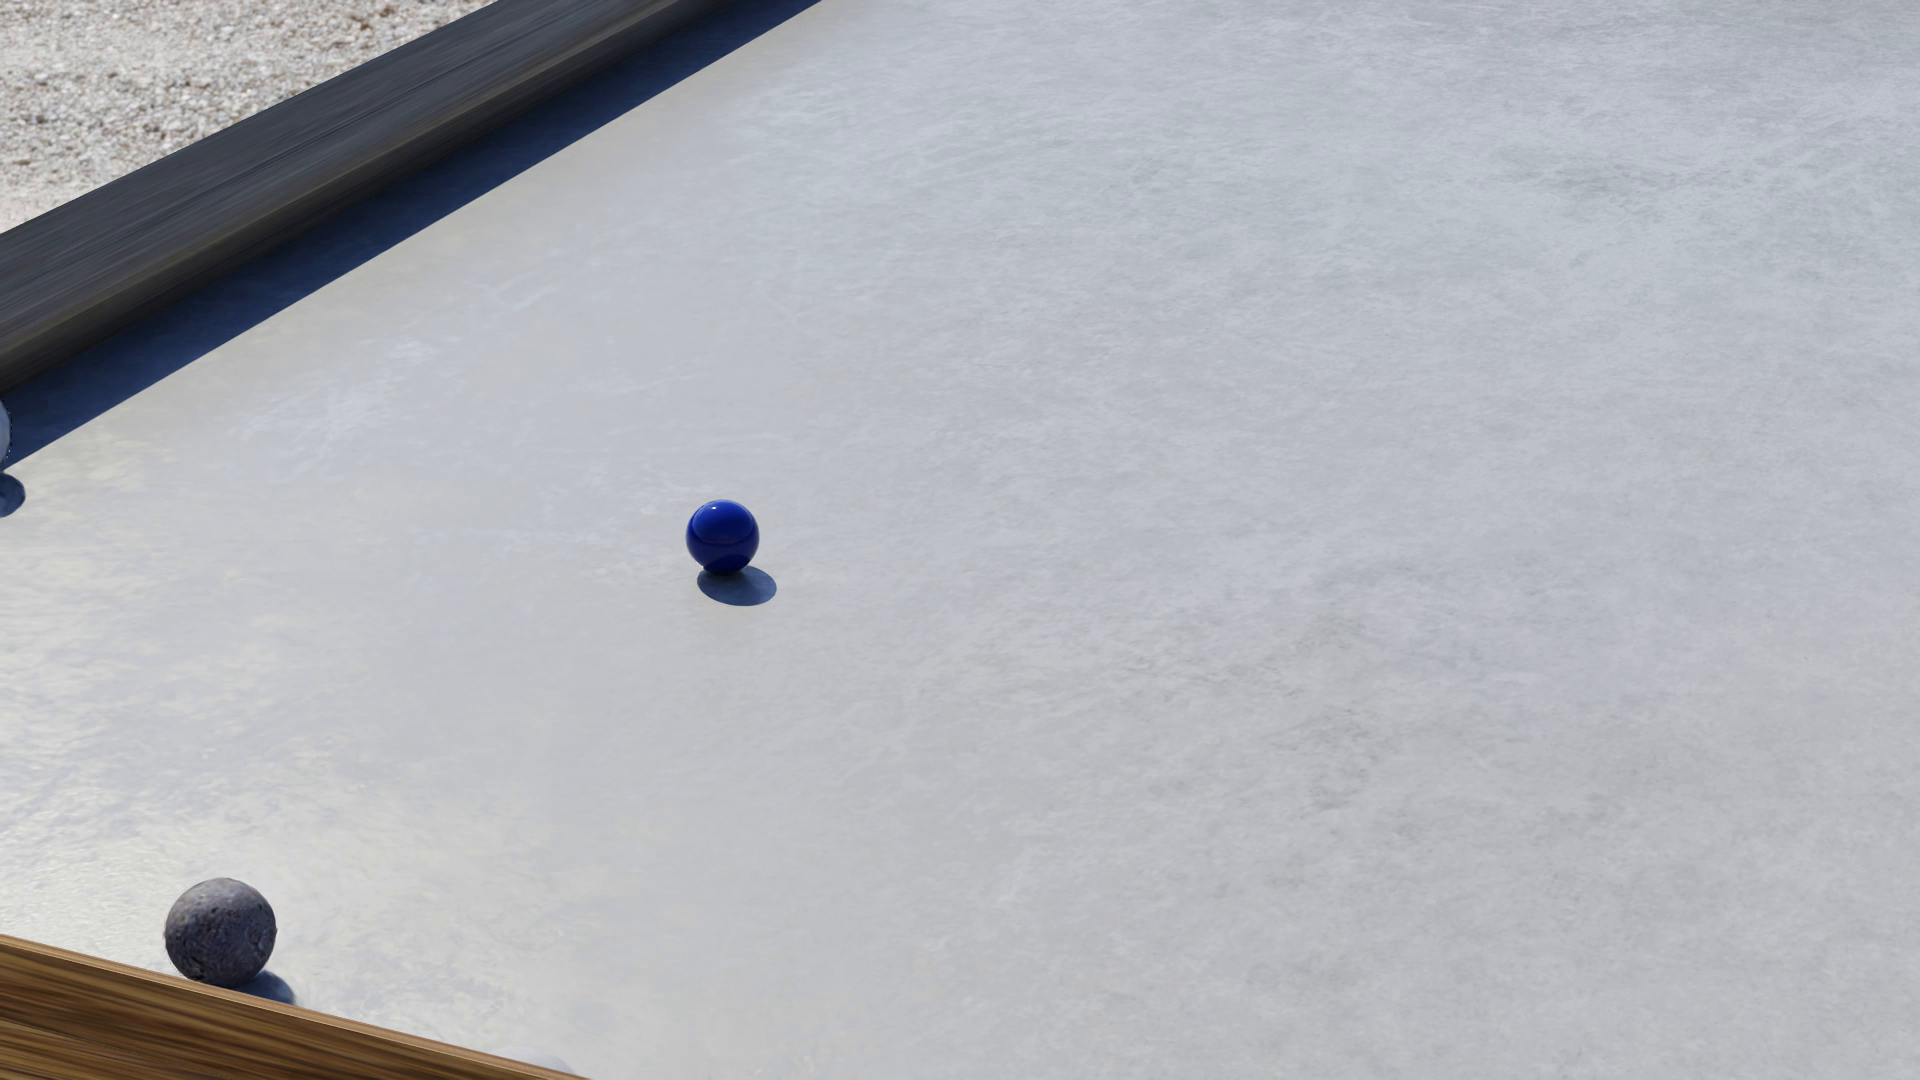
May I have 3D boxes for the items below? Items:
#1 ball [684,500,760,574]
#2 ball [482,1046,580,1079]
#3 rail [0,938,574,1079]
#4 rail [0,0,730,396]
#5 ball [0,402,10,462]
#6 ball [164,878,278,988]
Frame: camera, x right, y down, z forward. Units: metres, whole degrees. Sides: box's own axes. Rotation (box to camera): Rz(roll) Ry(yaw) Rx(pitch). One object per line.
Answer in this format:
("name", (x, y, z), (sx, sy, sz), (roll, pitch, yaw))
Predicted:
("ball", (-0.154, -0.002, 1.913), (0.049, 0.049, 0.049), (0, 25, 0))
("ball", (-0.199, 0.261, 1.324), (0.067, 0.067, 0.067), (0, 25, 0))
("rail", (-0.260, 0.248, 1.289), (1.573, 0.119, 0.045), (10, 27, 20))
("rail", (-0.440, -0.427, 2.742), (0.045, 0.119, 2.887), (10, 27, 20))
("ball", (-0.697, -0.075, 2.044), (0.072, 0.072, 0.072), (0, 25, 0))
("ball", (-0.371, 0.197, 1.476), (0.055, 0.055, 0.055), (0, 25, 0))
